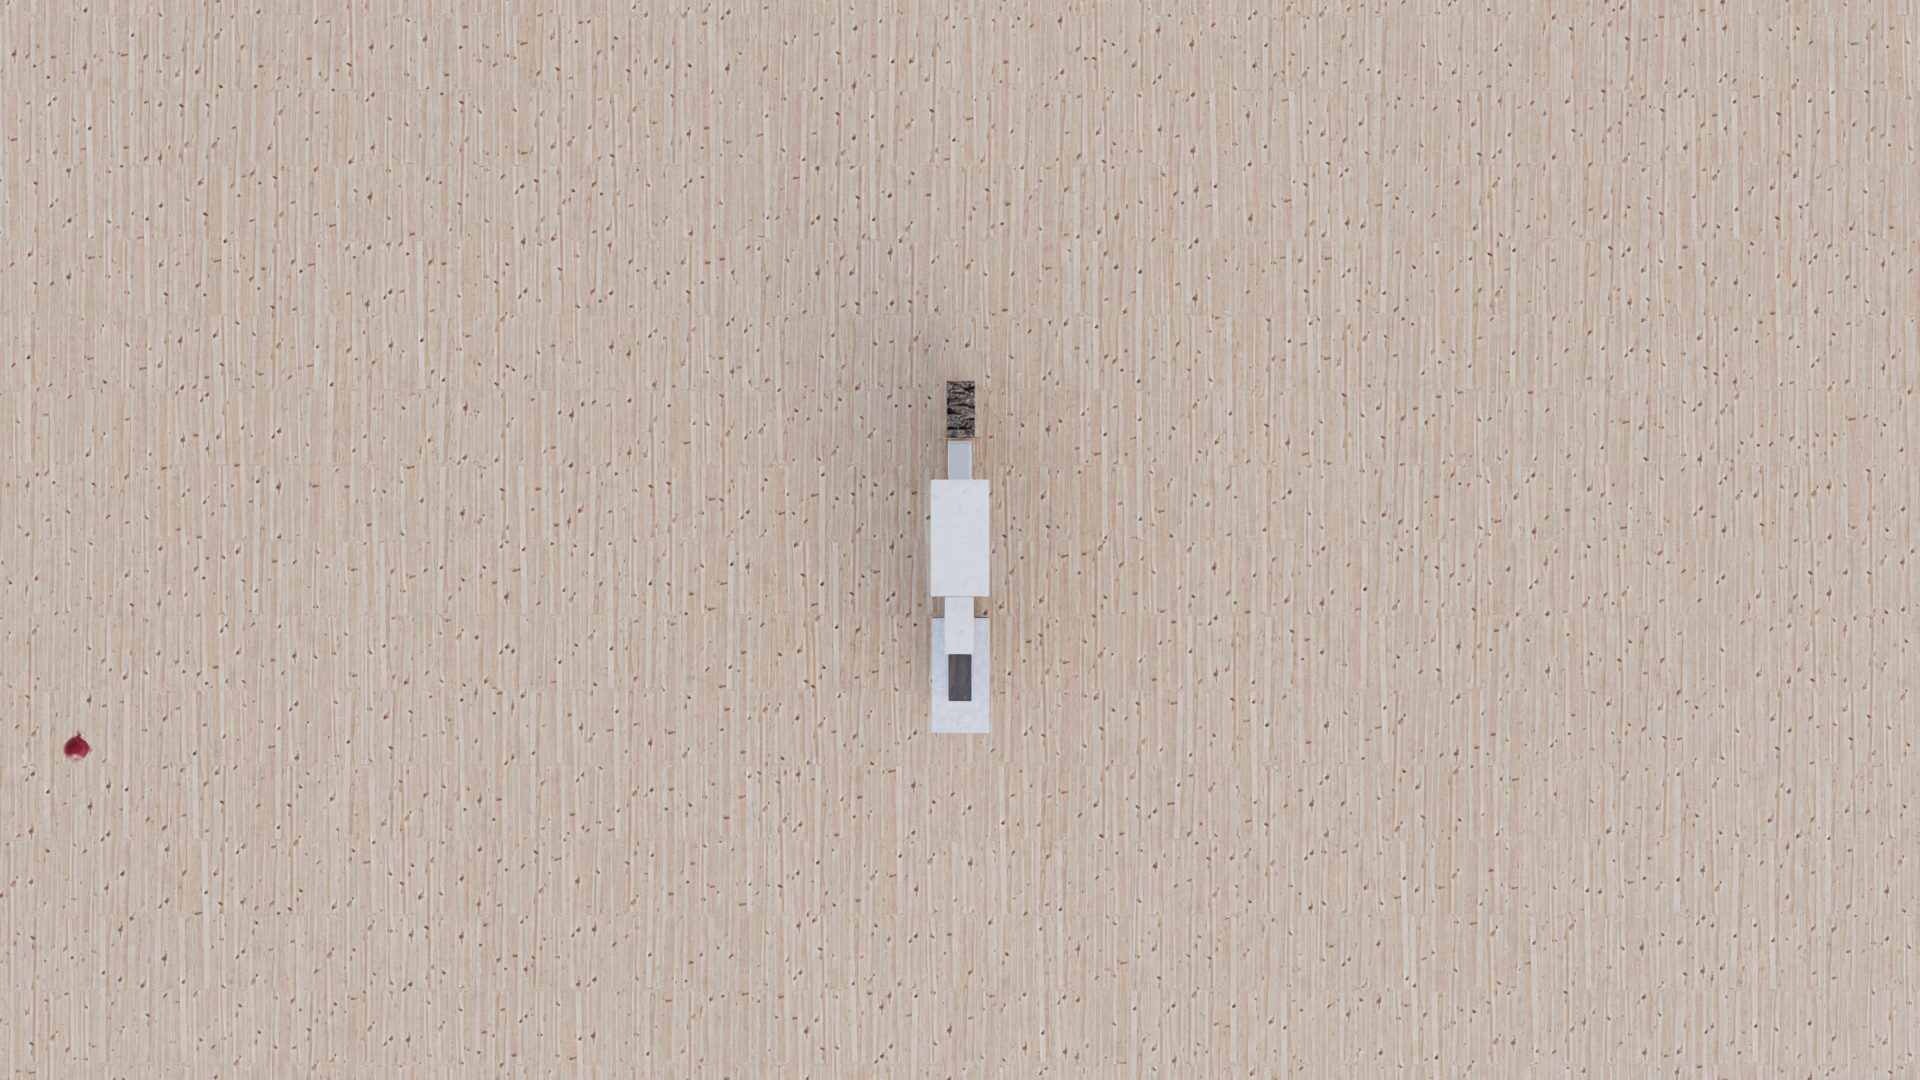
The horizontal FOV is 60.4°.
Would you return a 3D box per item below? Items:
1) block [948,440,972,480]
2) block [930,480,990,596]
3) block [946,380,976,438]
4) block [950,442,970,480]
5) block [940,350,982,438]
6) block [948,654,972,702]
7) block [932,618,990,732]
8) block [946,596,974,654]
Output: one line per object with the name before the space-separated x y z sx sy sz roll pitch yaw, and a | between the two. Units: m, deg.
block | 0.000 -0.242 5.333 0.078 0.022 0.156 0 90 0
block | 0.000 -0.006 4.841 0.170 0.048 0.340 0 90 0
block | 0.003 -0.397 5.009 0.085 0.024 0.171 0 90 0
block | -0.003 -0.244 5.188 0.063 0.018 0.125 0 90 0
block | 0.002 -0.460 5.211 0.135 0.038 0.270 0 90 0
block | 0.000 0.413 4.946 0.070 0.020 0.139 0 90 0
block | 0.002 0.418 5.120 0.177 0.050 0.355 0 90 0
block | -0.002 0.253 4.914 0.085 0.024 0.169 0 90 0
